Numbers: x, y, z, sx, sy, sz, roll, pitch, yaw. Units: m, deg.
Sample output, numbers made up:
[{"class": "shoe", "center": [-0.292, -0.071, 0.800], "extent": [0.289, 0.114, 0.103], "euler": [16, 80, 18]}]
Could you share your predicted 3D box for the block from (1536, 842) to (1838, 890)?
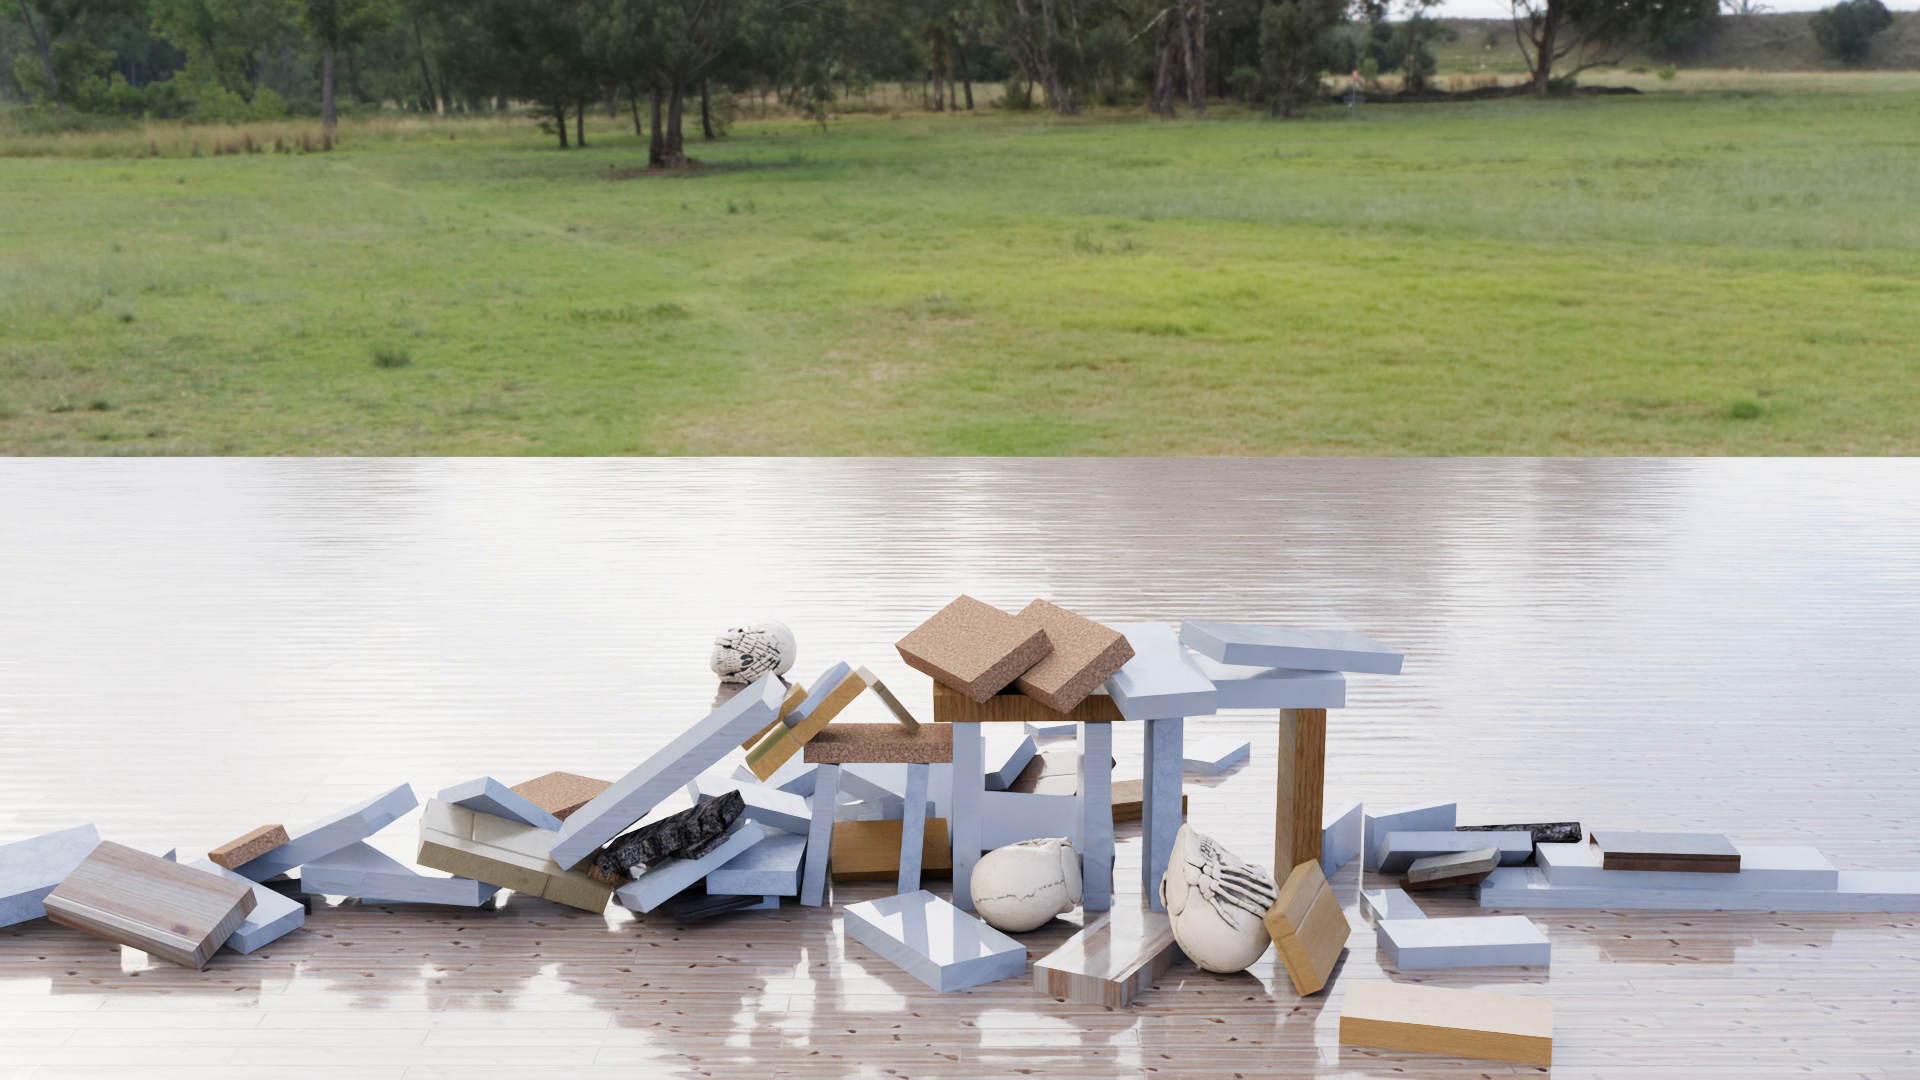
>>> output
[{"class": "block", "center": [1.206, 0.543, 3.662], "extent": [0.464, 0.034, 0.119], "euler": [1, 11, 3]}]

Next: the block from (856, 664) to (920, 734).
[{"class": "block", "center": [-0.118, 0.261, 3.602], "extent": [0.018, 0.126, 0.063], "euler": [-44, 33, -8]}]

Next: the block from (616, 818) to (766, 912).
[{"class": "block", "center": [-0.435, 0.523, 3.549], "extent": [0.229, 0.032, 0.114], "euler": [-31, 9, -24]}]

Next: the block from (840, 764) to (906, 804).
[{"class": "block", "center": [-0.087, 0.463, 3.998], "extent": [0.307, 0.040, 0.139], "euler": [23, 19, 20]}]

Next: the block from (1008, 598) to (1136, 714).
[{"class": "block", "center": [0.147, 0.184, 3.558], "extent": [0.150, 0.042, 0.300], "euler": [-39, 23, -14]}]

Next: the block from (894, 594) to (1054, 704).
[{"class": "block", "center": [0.020, 0.176, 3.622], "extent": [0.150, 0.042, 0.300], "euler": [-36, 22, -16]}]

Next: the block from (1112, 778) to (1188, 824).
[{"class": "block", "center": [0.283, 0.490, 4.108], "extent": [0.254, 0.036, 0.127], "euler": [-4, 11, -21]}]

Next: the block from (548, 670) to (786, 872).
[{"class": "block", "center": [-0.476, 0.375, 3.589], "extent": [0.440, 0.041, 0.144], "euler": [-36, 11, 10]}]

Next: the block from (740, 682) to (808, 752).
[{"class": "block", "center": [-0.305, 0.287, 3.582], "extent": [0.134, 0.019, 0.067], "euler": [-42, 9, -3]}]

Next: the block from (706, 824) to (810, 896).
[{"class": "block", "center": [-0.329, 0.525, 3.673], "extent": [0.144, 0.041, 0.289], "euler": [0, 10, 2]}]

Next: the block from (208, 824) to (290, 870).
[{"class": "block", "center": [-1.188, 0.512, 3.668], "extent": [0.104, 0.029, 0.207], "euler": [-27, 5, -26]}]

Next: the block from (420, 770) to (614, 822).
[{"class": "block", "center": [-0.791, 0.501, 4.010], "extent": [0.177, 0.050, 0.354], "euler": [7, 12, 32]}]

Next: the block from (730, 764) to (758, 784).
[{"class": "block", "center": [-0.434, 0.495, 3.799], "extent": [0.042, 0.147, 0.293], "euler": [39, 11, -3]}]

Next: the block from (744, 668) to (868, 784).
[{"class": "block", "center": [-0.252, 0.298, 3.588], "extent": [0.229, 0.032, 0.114], "euler": [-42, 9, -5]}]

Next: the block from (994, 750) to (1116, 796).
[{"class": "block", "center": [0.148, 0.443, 4.009], "extent": [0.261, 0.037, 0.131], "euler": [-11, 28, 43]}]

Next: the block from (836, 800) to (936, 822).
[{"class": "block", "center": [-0.145, 0.471, 3.812], "extent": [0.101, 0.029, 0.236], "euler": [2, -8, -30]}]

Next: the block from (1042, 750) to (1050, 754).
[{"class": "block", "center": [0.165, 0.472, 4.027], "extent": [0.131, 0.037, 0.261], "euler": [-35, 20, -11]}]

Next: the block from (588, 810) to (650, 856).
[{"class": "block", "center": [-0.566, 0.472, 3.655], "extent": [0.134, 0.019, 0.067], "euler": [-35, 7, 12]}]

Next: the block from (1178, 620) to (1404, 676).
[{"class": "block", "center": [0.543, 0.176, 3.594], "extent": [0.364, 0.036, 0.127], "euler": [5, 12, -30]}]

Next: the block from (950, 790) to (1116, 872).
[{"class": "block", "center": [0.124, 0.503, 3.809], "extent": [0.279, 0.040, 0.140], "euler": [4, 38, -4]}]

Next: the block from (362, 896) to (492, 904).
[{"class": "block", "center": [-0.885, 0.574, 3.675], "extent": [0.207, 0.029, 0.104], "euler": [-1, 11, -4]}]

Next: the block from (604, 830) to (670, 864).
[{"class": "block", "center": [-0.628, 0.538, 3.857], "extent": [0.237, 0.034, 0.118], "euler": [7, 13, 34]}]

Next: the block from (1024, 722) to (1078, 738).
[{"class": "block", "center": [0.210, 0.394, 4.672], "extent": [0.133, 0.019, 0.067], "euler": [-5, 12, -25]}]

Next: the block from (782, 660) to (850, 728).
[{"class": "block", "center": [-0.234, 0.250, 3.575], "extent": [0.126, 0.018, 0.063], "euler": [-48, 11, -36]}]

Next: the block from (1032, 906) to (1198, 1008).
[{"class": "block", "center": [0.240, 0.630, 3.341], "extent": [0.143, 0.041, 0.286], "euler": [6, 12, 29]}]

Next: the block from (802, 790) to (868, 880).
[{"class": "block", "center": [-0.265, 0.523, 3.918], "extent": [0.147, 0.042, 0.474], "euler": [4, 11, 23]}]

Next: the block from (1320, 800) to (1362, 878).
[{"class": "block", "center": [0.652, 0.518, 3.806], "extent": [0.026, 0.091, 0.183], "euler": [6, 12, 29]}]

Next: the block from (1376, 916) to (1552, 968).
[{"class": "block", "center": [0.778, 0.622, 3.405], "extent": [0.238, 0.034, 0.119], "euler": [-1, 11, -5]}]

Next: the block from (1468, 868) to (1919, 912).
[{"class": "block", "center": [1.294, 0.579, 3.644], "extent": [0.877, 0.031, 0.109], "euler": [0, 11, 2]}]

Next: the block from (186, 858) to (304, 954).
[{"class": "block", "center": [-1.170, 0.579, 3.494], "extent": [0.237, 0.034, 0.118], "euler": [17, 24, 28]}]

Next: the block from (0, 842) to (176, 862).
[{"class": "block", "center": [-1.644, 0.559, 3.698], "extent": [0.598, 0.050, 0.177], "euler": [1, 11, 5]}]

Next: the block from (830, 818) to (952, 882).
[{"class": "block", "center": [-0.121, 0.529, 3.760], "extent": [0.202, 0.029, 0.101], "euler": [-1, 51, -7]}]

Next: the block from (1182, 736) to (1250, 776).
[{"class": "block", "center": [0.508, 0.434, 4.441], "extent": [0.091, 0.026, 0.183], "euler": [6, 12, 30]}]

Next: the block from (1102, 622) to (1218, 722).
[{"class": "block", "center": [0.299, 0.207, 3.507], "extent": [0.143, 0.041, 0.286], "euler": [-4, 20, -10]}]

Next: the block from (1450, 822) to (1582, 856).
[{"class": "block", "center": [0.950, 0.521, 3.805], "extent": [0.219, 0.031, 0.109], "euler": [-1, -23, -7]}]
